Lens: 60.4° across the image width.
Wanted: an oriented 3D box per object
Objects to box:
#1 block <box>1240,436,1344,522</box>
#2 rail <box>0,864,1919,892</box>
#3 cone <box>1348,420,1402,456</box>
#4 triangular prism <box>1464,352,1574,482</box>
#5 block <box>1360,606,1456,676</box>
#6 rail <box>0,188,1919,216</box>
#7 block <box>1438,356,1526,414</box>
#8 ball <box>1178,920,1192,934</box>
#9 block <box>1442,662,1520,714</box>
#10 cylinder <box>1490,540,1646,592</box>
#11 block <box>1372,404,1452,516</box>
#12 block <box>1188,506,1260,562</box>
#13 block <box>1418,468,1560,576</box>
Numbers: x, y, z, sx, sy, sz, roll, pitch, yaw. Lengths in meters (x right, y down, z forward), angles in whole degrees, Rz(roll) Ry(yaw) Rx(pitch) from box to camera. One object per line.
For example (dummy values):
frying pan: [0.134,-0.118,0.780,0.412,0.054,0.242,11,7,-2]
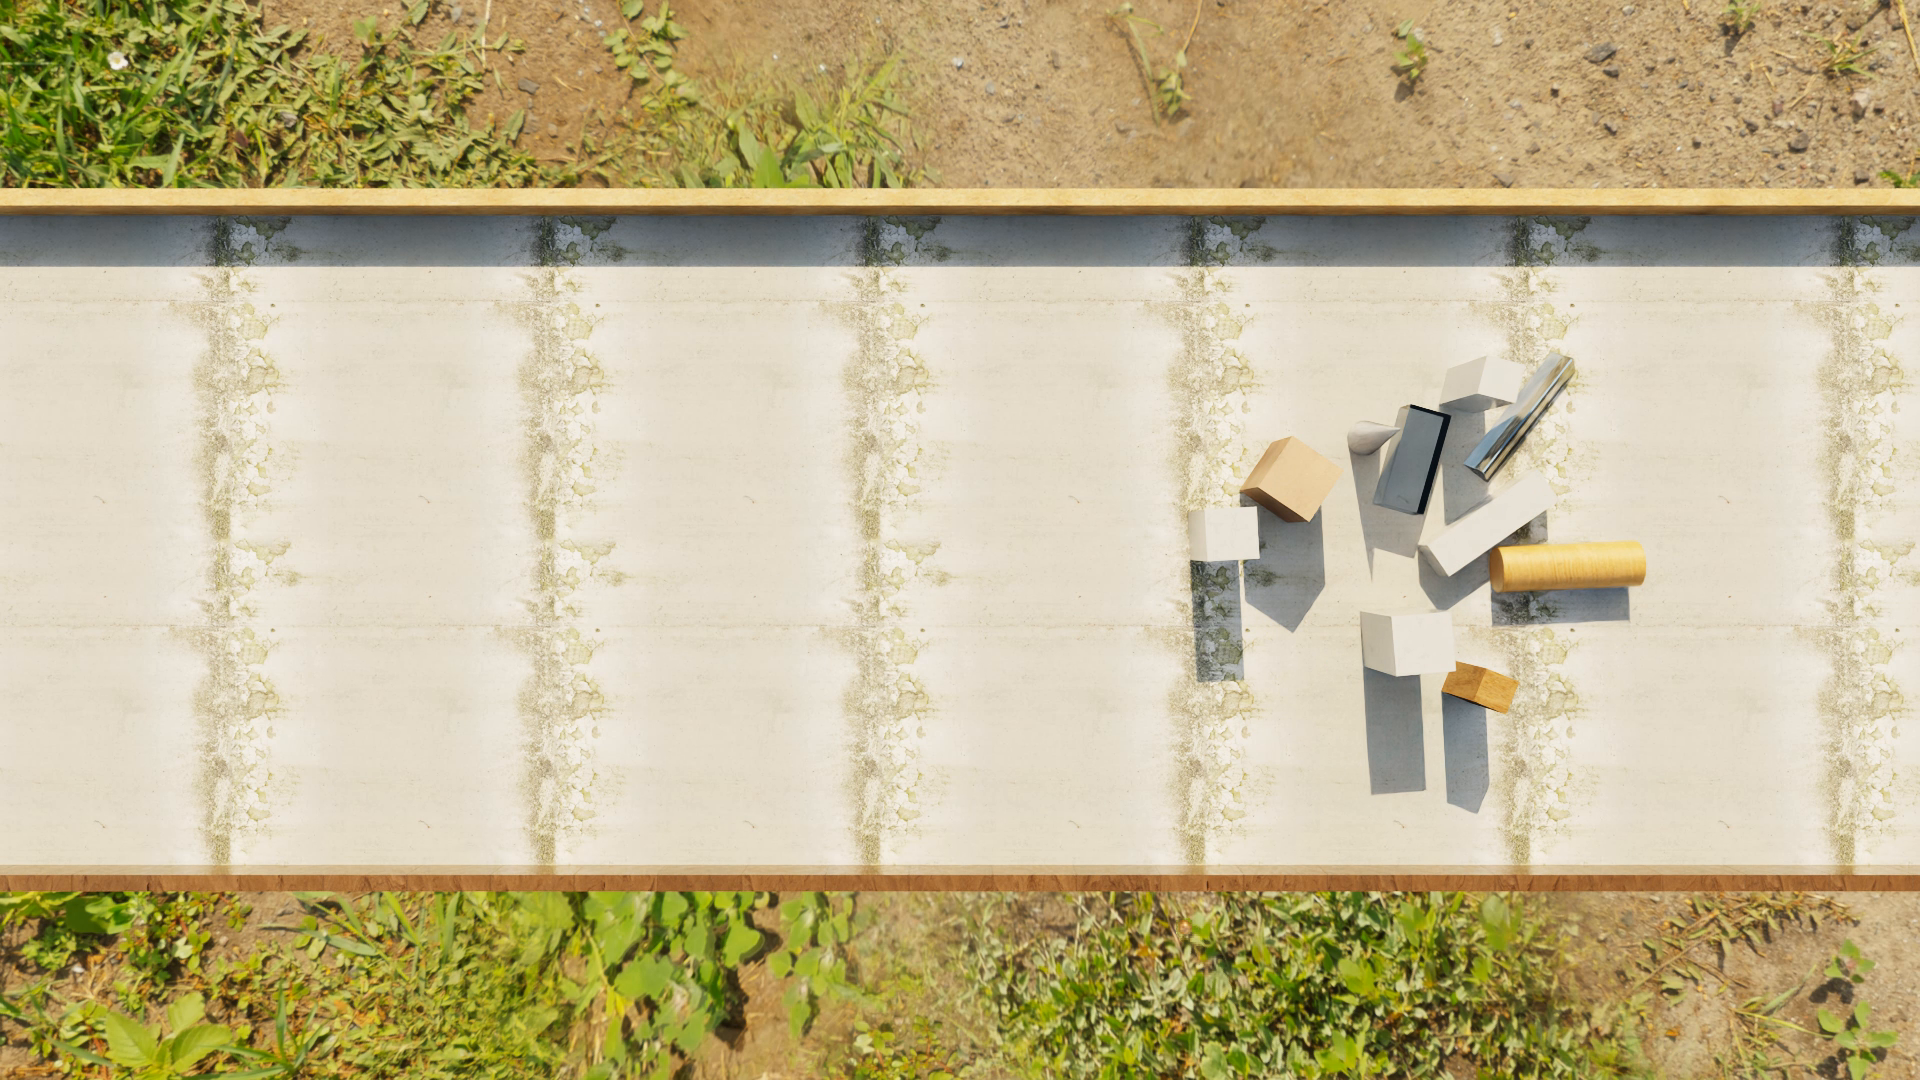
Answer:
block: [0.983,-0.177,4.916,0.179,0.321,0.179,34,90,0]
rail: [-2.247,1.025,5.001,12.000,0.150,0.050,0,90,0]
cone: [1.245,-0.314,4.862,0.107,0.428,0.107,0,90,0]
triangular prism: [1.720,-0.378,5.034,0.093,0.080,0.440,38,90,0]
block: [1.323,0.296,4.890,0.171,0.372,0.171,-5,90,0]
rail: [-2.247,-1.025,5.002,12.000,0.150,0.050,0,90,0]
block: [1.541,-0.458,4.886,0.112,0.381,0.112,15,90,0]
ball: [2.978,5.137,21.867,0.187,0.187,0.187,0,90,0]
block: [1.547,0.437,4.916,0.102,0.322,0.102,22,90,0]
cylinder: [1.842,0.081,5.007,0.426,0.139,0.139,-3,90,0]
block: [1.372,-0.242,5.013,0.127,0.127,0.309,16,90,0]
block: [0.779,-0.017,4.899,0.149,0.355,0.149,-3,90,0]
block: [1.606,-0.052,5.019,0.405,0.114,0.114,-35,90,0]
